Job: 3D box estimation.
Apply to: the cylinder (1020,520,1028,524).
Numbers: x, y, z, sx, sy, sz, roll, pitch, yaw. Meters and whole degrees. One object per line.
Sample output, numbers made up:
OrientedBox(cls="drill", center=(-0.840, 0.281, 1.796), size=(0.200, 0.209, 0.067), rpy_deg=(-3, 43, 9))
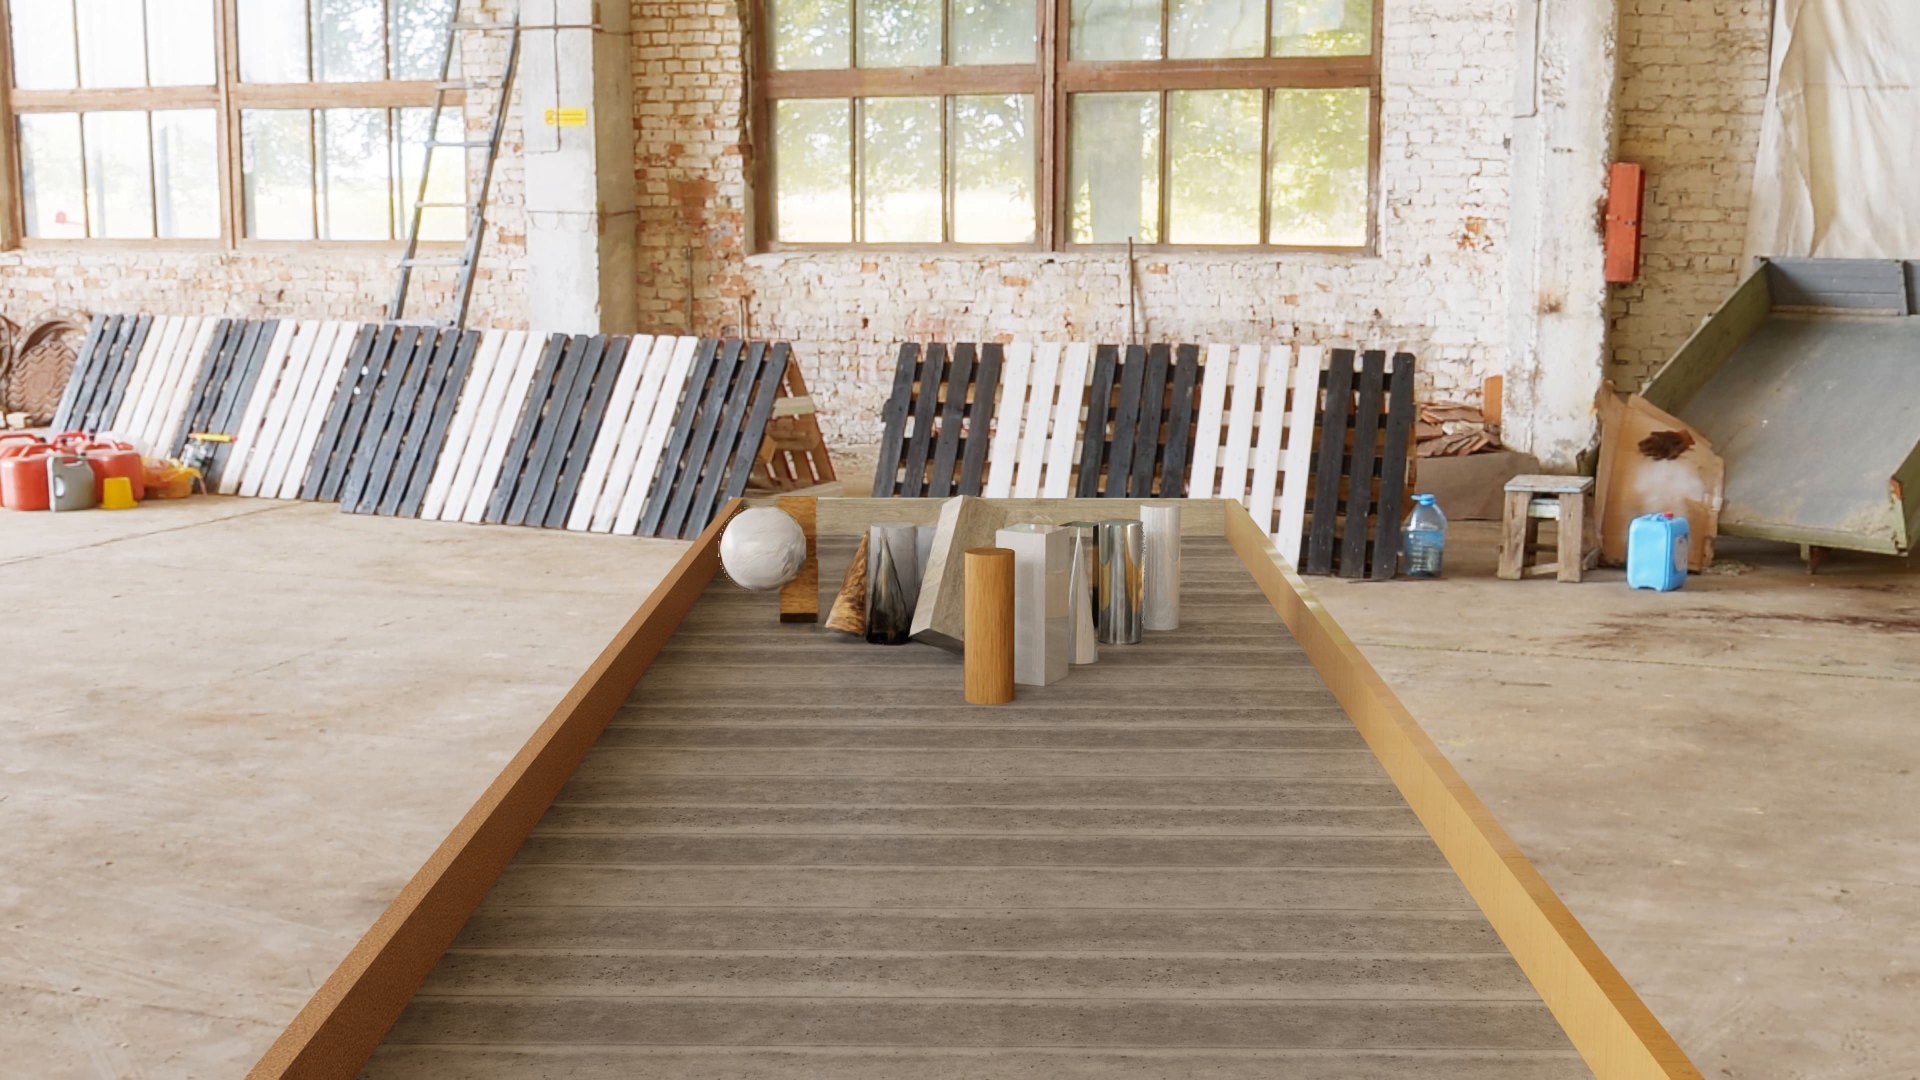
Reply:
OrientedBox(cls="cylinder", center=(0.169, 0.144, 6.808), size=(0.120, 0.390, 0.120), rpy_deg=(22, -4, 2))

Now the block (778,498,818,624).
OrientedBox(cls="block", center=(-0.535, 0.066, 7.272), size=(0.124, 0.397, 0.124), rpy_deg=(-1, -16, -4))

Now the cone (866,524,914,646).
OrientedBox(cls="cone", center=(-0.231, 0.132, 6.935), size=(0.154, 0.374, 0.154), rpy_deg=(-3, 15, 1))

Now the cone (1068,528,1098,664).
OrientedBox(cls="cone", center=(0.360, 0.161, 6.676), size=(0.124, 0.411, 0.124), rpy_deg=(0, 9, 0))

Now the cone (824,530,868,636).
OrientedBox(cls="cone", center=(-0.331, 0.126, 7.029), size=(0.137, 0.344, 0.137), rpy_deg=(12, -8, 2))

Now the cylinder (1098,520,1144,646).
OrientedBox(cls="cylinder", center=(0.509, 0.132, 6.960), size=(0.142, 0.380, 0.142), rpy_deg=(0, 9, 0))

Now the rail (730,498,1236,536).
OrientedBox(cls="rail", center=(0.099, -0.098, 9.147), size=(2.100, 0.150, 0.050), rpy_deg=(0, 9, 1))

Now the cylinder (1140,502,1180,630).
OrientedBox(cls="cylinder", center=(0.654, 0.084, 7.192), size=(0.131, 0.402, 0.131), rpy_deg=(0, 9, 0))

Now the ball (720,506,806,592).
OrientedBox(cls="ball", center=(-0.631, 0.029, 7.071), size=(0.276, 0.276, 0.276), rpy_deg=(0, 9, 0))

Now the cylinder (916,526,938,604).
OrientedBox(cls="cylinder", center=(-0.054, 0.134, 6.964), size=(0.171, 0.351, 0.171), rpy_deg=(2, -1, 0))

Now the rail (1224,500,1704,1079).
OrientedBox(cls="rail", center=(1.046, 0.843, 3.208), size=(0.050, 0.150, 12.000), rpy_deg=(0, 9, 1))

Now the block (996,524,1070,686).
OrientedBox(cls="block", center=(0.212, 0.186, 6.420), size=(0.159, 0.443, 0.159), rpy_deg=(5, 10, 28))

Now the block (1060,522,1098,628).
OrientedBox(cls="block", center=(0.395, 0.116, 7.194), size=(0.108, 0.339, 0.108), rpy_deg=(5, 10, 30))

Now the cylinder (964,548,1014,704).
OrientedBox(cls="cylinder", center=(0.083, 0.239, 6.159), size=(0.141, 0.421, 0.141), rpy_deg=(0, 9, 0))

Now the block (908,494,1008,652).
OrientedBox(cls="block", center=(-0.003, 0.104, 6.773), size=(0.160, 0.442, 0.160), rpy_deg=(21, -19, -19))

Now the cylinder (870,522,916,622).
OrientedBox(cls="cylinder", center=(-0.218, 0.117, 7.196), size=(0.147, 0.337, 0.147), rpy_deg=(0, 9, 0))

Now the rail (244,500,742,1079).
OrientedBox(cls="rail", center=(-1.004, 0.839, 3.234), size=(0.050, 0.150, 12.000), rpy_deg=(0, 9, 1))
